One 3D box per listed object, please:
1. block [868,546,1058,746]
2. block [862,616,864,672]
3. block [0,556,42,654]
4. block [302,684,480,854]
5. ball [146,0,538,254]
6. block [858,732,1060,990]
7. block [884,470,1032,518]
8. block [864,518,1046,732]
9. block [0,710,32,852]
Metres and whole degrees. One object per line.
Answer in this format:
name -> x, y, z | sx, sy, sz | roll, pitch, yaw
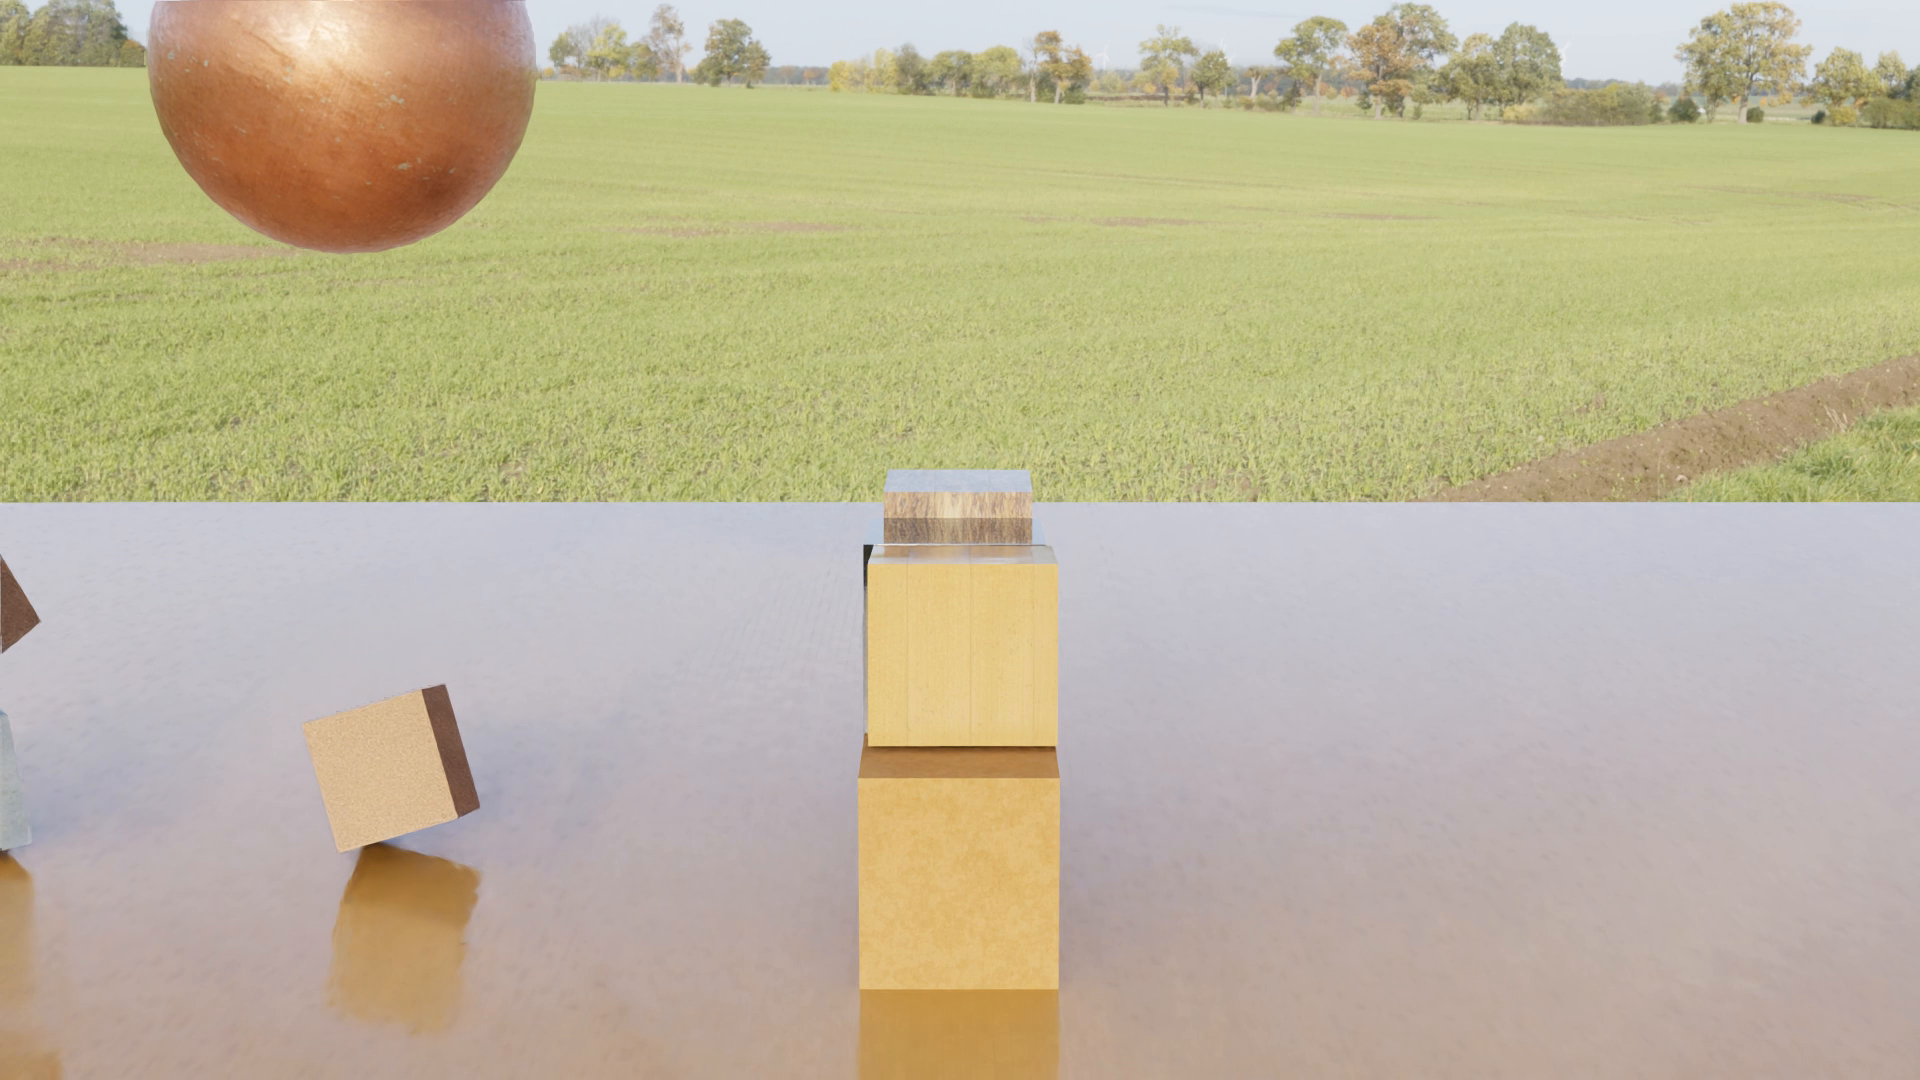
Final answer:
block -> 0.012, 0.420, 10.527 | 0.751, 0.728, 0.761 | 0, 5, 0
block -> -0.010, 0.786, 12.427 | 0.885, 1.008, 0.839 | 0, 10, 0
block -> -4.722, 0.211, 11.435 | 0.706, 0.729, 0.711 | 31, 61, 27
block -> -2.569, 1.027, 11.634 | 0.547, 0.593, 0.573 | -16, 0, -1
ball -> -2.592, -2.008, 10.815 | 1.600, 1.600, 1.600 | 0, 10, 0
block -> -0.004, 1.267, 10.230 | 0.773, 0.847, 0.688 | 0, 10, 0
block -> -0.008, 0.028, 12.034 | 0.676, 0.623, 0.674 | 0, 10, 0
block -> -0.023, 0.359, 11.328 | 0.775, 0.809, 0.803 | 0, 9, 0
block -> -4.678, 1.090, 11.642 | 0.631, 0.608, 0.722 | -14, 15, -32
